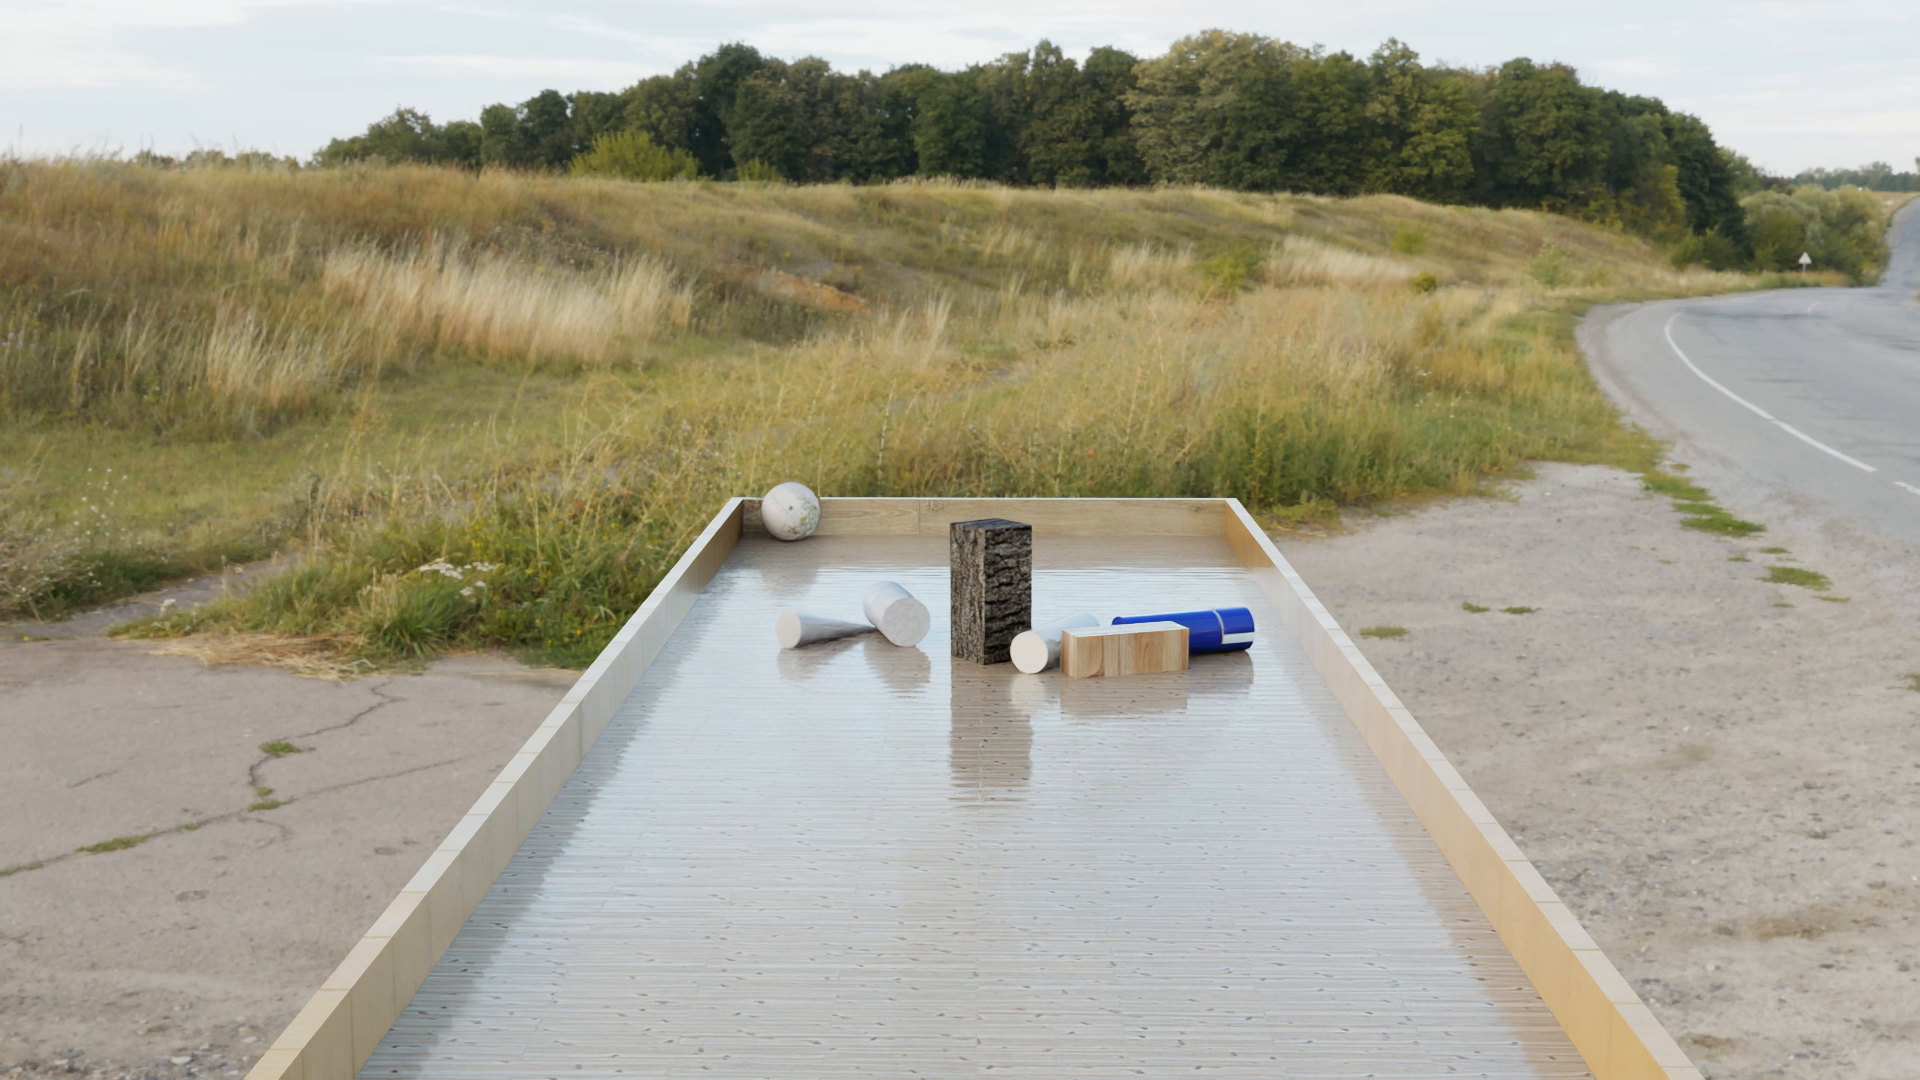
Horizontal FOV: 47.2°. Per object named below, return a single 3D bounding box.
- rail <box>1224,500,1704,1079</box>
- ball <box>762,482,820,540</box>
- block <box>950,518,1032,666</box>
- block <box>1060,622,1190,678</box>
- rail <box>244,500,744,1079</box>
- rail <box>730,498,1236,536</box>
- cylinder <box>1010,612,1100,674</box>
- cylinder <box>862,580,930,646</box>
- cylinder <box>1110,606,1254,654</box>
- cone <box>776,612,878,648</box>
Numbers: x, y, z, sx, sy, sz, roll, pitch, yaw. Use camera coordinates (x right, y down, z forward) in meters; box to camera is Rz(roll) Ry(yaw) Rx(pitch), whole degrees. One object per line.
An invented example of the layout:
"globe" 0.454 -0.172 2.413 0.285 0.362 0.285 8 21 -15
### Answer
"rail" 1.046 0.843 3.208 0.050 0.150 12.000 0 9 1
"ball" -0.691 -0.117 8.983 0.240 0.240 0.240 0 9 0
"block" 0.095 0.155 6.715 0.178 0.412 0.178 -6 11 -35
"block" 0.490 0.326 6.552 0.363 0.125 0.125 -3 10 -20
"rail" -1.004 0.839 3.234 0.050 0.150 12.000 0 9 1
"rail" 0.099 -0.098 9.147 2.100 0.150 0.050 0 9 1
"cylinder" 0.293 0.308 6.665 0.126 0.126 0.368 5 10 29
"cylinder" -0.205 0.234 7.037 0.156 0.156 0.313 -2 9 -14
"cylinder" 0.685 0.287 6.769 0.431 0.135 0.135 -4 10 -22
"cone" -0.394 0.285 7.027 0.117 0.117 0.424 8 4 42
